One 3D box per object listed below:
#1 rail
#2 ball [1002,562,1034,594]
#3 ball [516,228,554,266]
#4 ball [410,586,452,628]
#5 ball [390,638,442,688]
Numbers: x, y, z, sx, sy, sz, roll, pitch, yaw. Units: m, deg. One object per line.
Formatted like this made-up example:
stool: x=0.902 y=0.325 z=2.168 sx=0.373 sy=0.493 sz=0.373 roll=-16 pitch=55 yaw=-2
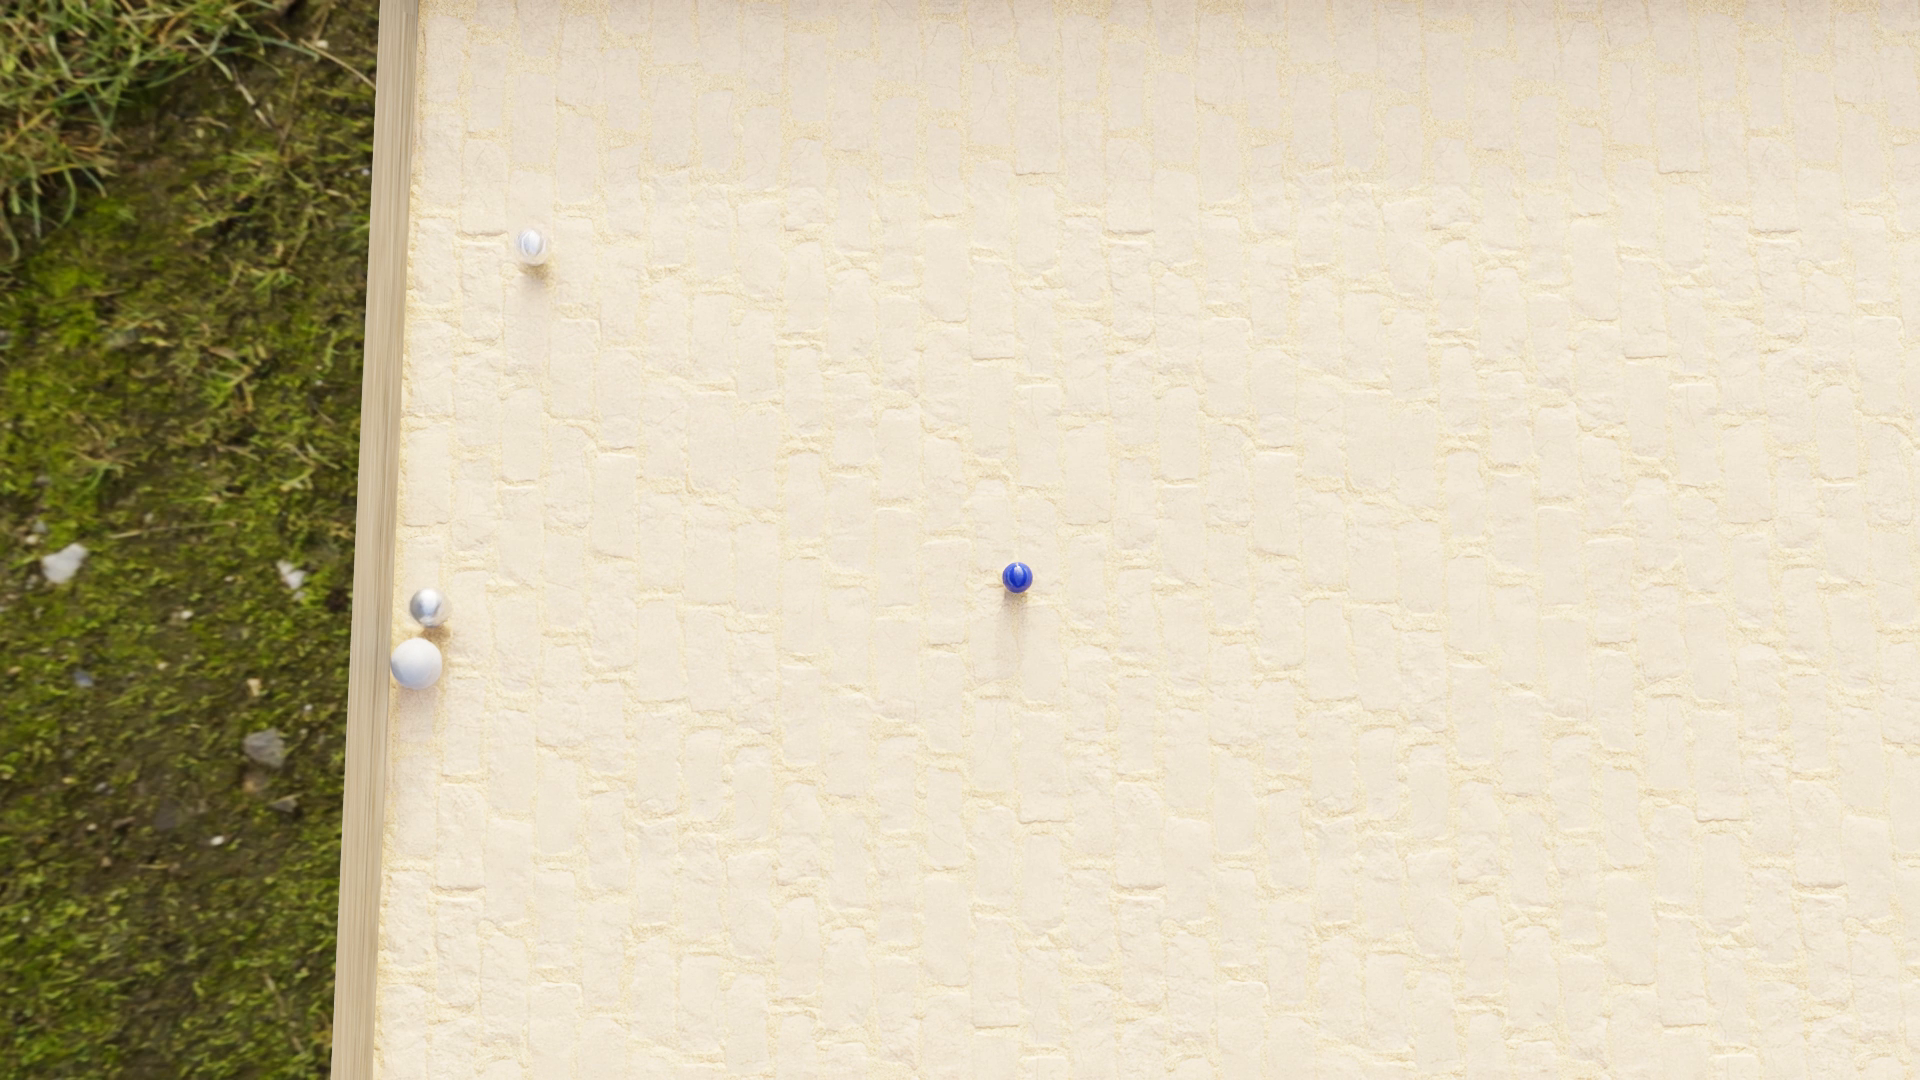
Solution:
rail: x=-0.862 y=-0.002 z=3.268 sx=0.045 sy=0.097 sz=1.920 roll=0 pitch=80 yaw=0
ball: x=0.086 y=0.056 z=3.284 sx=0.048 sy=0.048 sz=0.048 roll=0 pitch=80 yaw=0
ball: x=-0.652 y=-0.449 z=3.368 sx=0.057 sy=0.057 sz=0.057 roll=0 pitch=80 yaw=0
ball: x=-0.787 y=0.100 z=3.270 sx=0.061 sy=0.061 sz=0.061 roll=0 pitch=80 yaw=0
ball: x=-0.803 y=0.182 z=3.248 sx=0.075 sy=0.075 sz=0.075 roll=0 pitch=80 yaw=0
